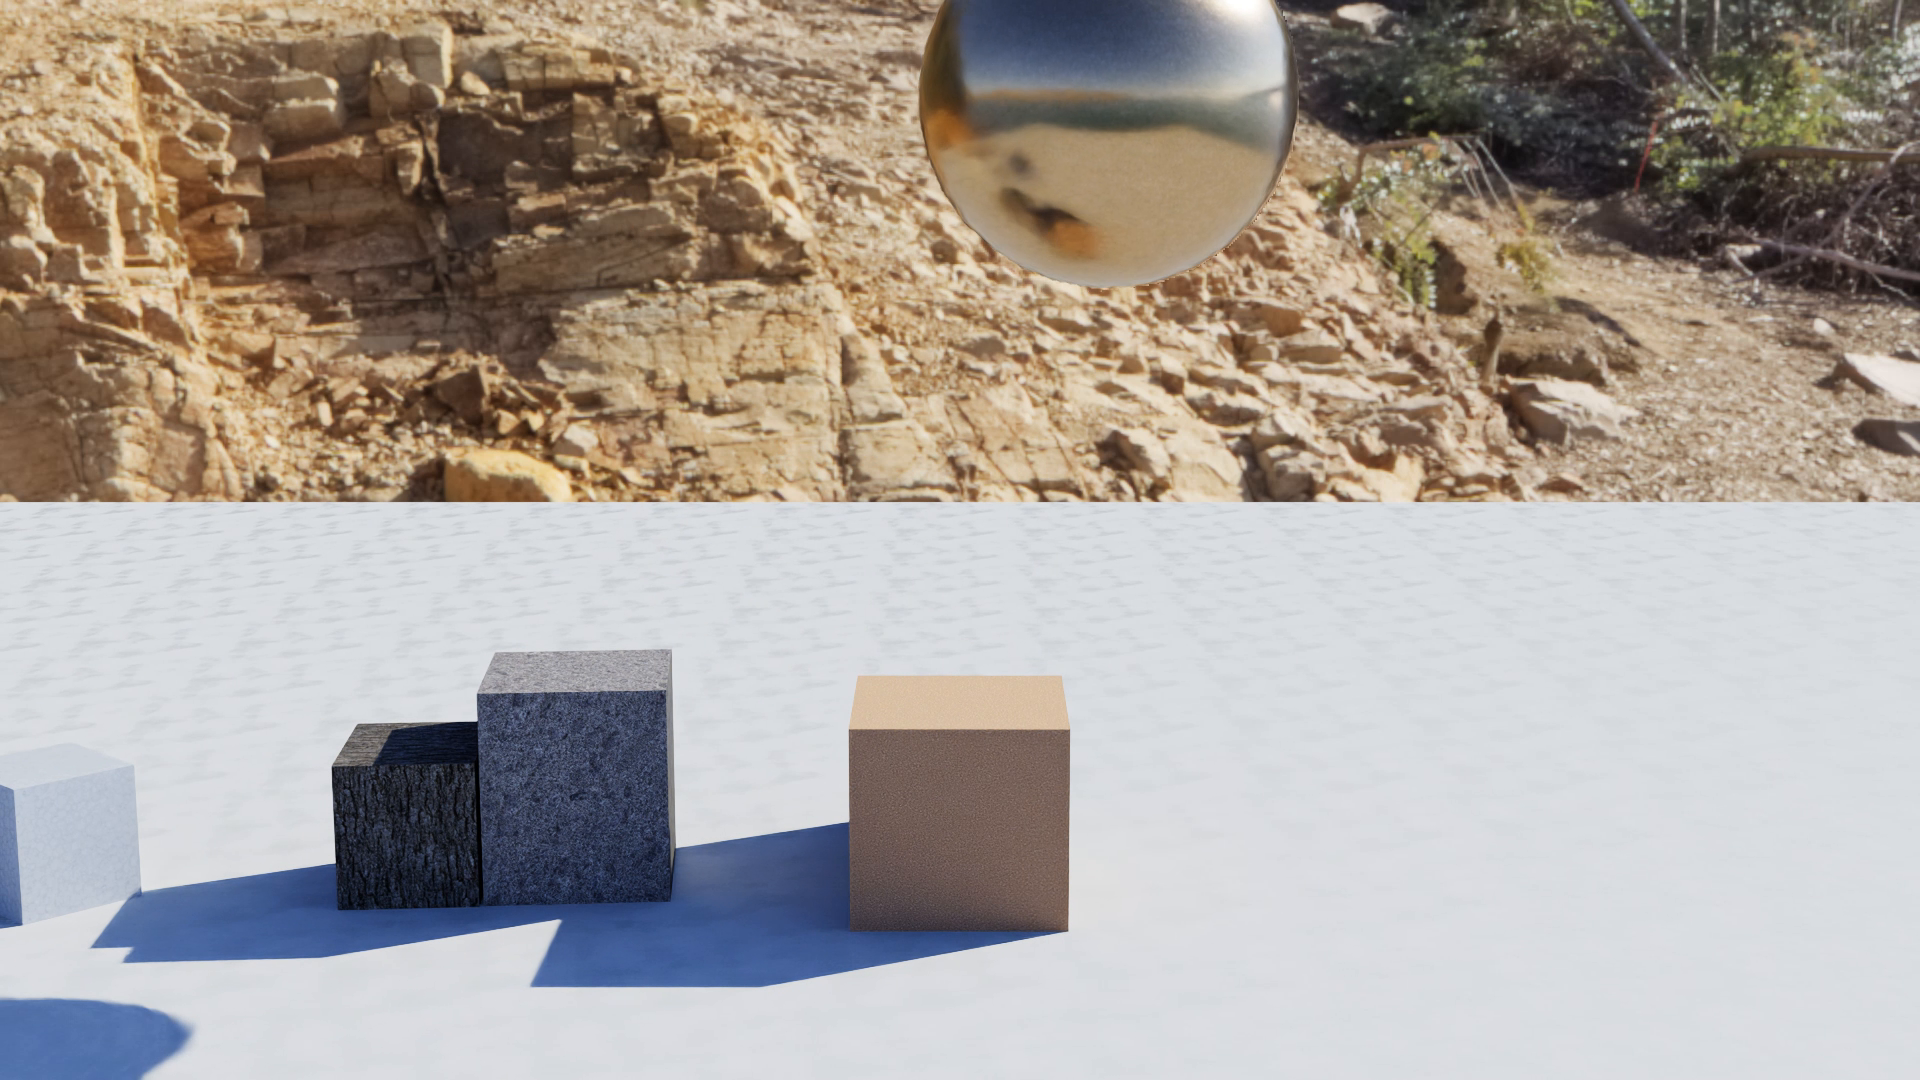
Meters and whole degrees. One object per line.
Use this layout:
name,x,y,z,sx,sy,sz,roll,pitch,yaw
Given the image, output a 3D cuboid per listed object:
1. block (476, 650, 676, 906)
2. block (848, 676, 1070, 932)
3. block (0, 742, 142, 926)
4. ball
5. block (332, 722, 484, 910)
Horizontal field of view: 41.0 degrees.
block,-1.670,1.030,11.296,0.793,0.933,0.790,-1,10,-4
block,-0.002,1.113,11.030,0.907,0.863,0.953,0,10,0
block,-3.926,1.252,11.041,0.555,0.586,0.542,10,14,43
ball,0.623,-1.868,10.841,1.600,1.600,1.600,0,10,0
block,-2.377,1.195,11.229,0.595,0.632,0.727,-1,10,-4
